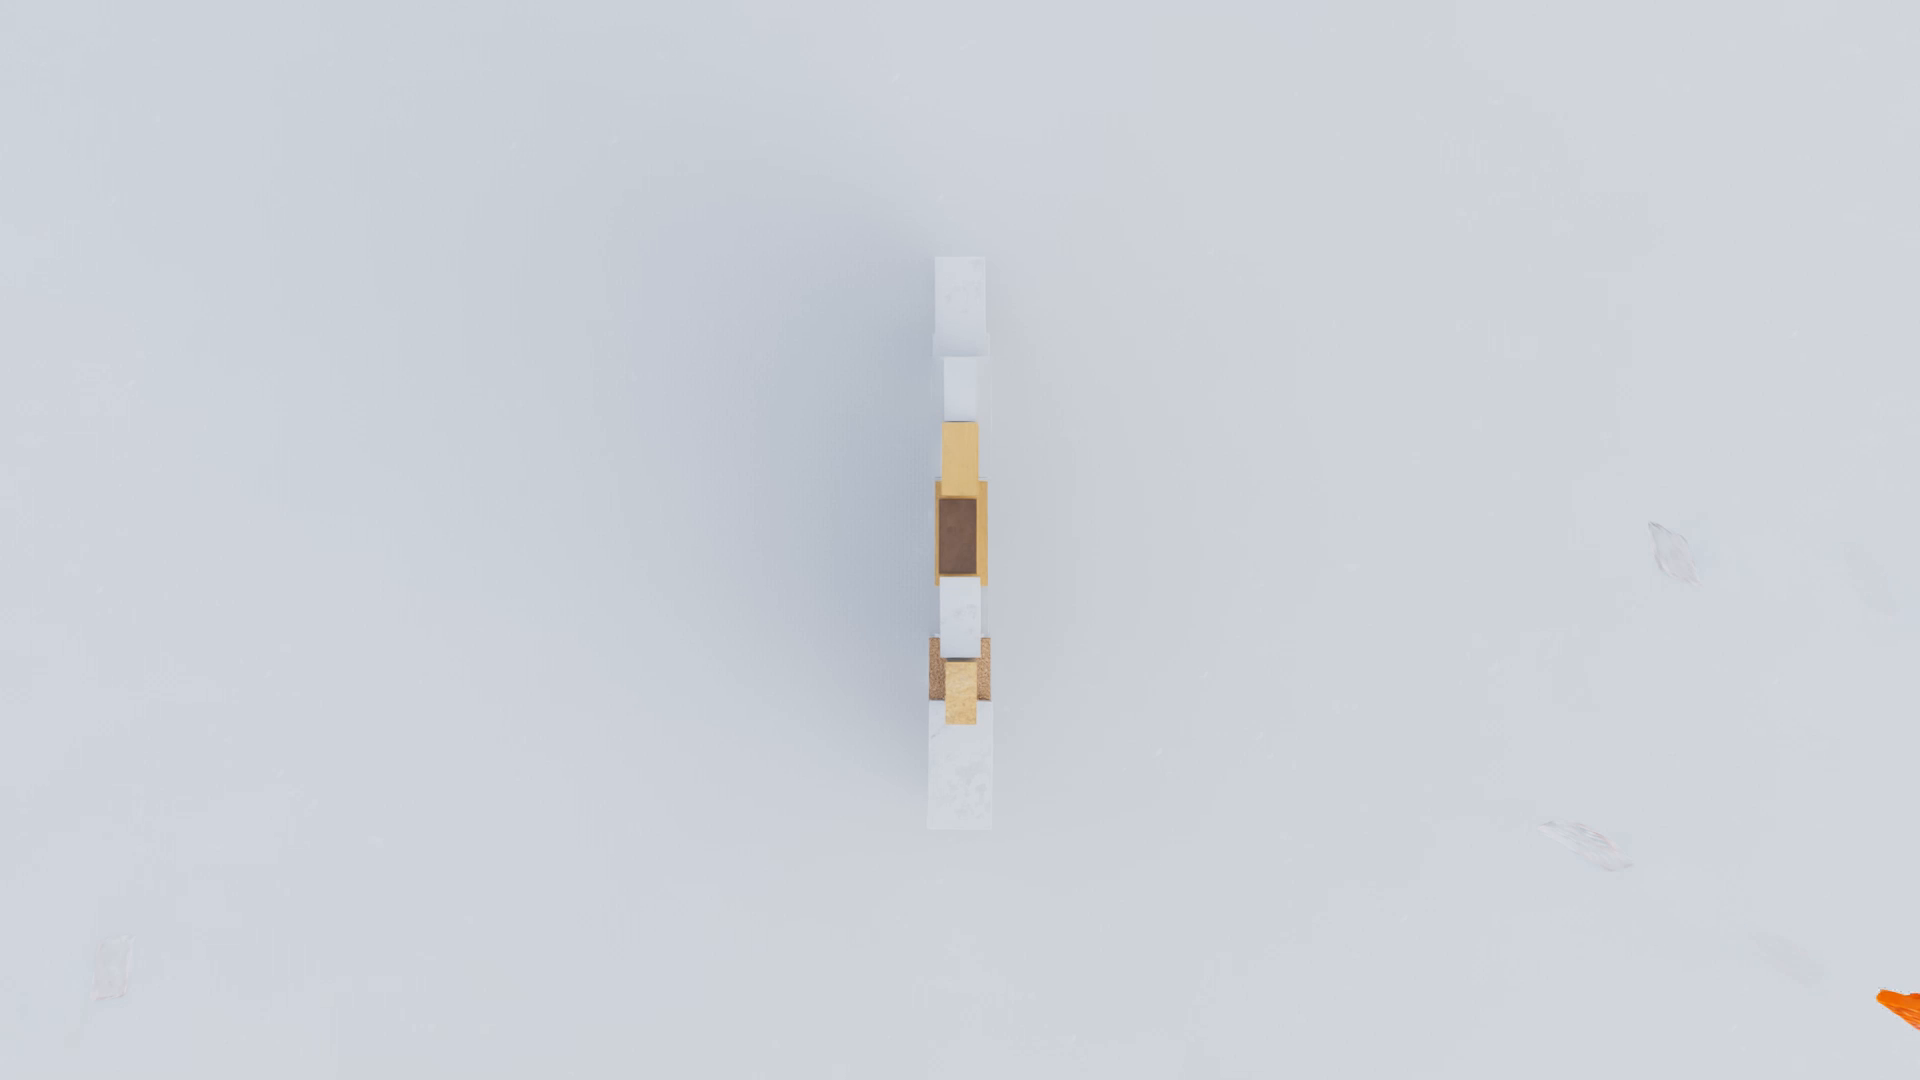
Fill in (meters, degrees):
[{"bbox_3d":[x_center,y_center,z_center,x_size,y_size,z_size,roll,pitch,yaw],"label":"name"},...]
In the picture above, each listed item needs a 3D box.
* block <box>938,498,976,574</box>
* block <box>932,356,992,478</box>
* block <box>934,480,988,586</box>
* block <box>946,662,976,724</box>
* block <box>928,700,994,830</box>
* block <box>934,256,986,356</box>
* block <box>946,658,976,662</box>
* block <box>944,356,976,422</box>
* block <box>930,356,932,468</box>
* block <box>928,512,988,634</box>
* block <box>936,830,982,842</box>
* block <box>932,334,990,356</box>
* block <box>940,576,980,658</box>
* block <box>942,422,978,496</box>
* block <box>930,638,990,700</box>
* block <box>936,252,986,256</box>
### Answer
[{"bbox_3d":[-0.006,-0.009,4.101,0.093,0.026,0.186,0,90,0],"label":"block"},{"bbox_3d":[0.003,-0.311,4.181,0.152,0.043,0.303,0,90,0],"label":"block"},{"bbox_3d":[0.003,-0.017,4.320,0.137,0.039,0.275,0,90,0],"label":"block"},{"bbox_3d":[0.003,0.366,3.952,0.075,0.021,0.149,0,90,1],"label":"block"},{"bbox_3d":[0.001,0.562,4.134,0.160,0.045,0.320,1,90,0],"label":"block"},{"bbox_3d":[0.001,-0.595,4.230,0.129,0.036,0.257,0,90,0],"label":"block"},{"bbox_3d":[0.003,0.317,4.151,0.075,0.378,0.021,0,90,0],"label":"block"},{"bbox_3d":[0.001,-0.365,3.992,0.078,0.022,0.157,0,90,0],"label":"block"},{"bbox_3d":[-0.004,-0.395,5.130,0.173,0.049,0.346,0,90,0],"label":"block"},{"bbox_3d":[-0.005,0.093,4.638,0.170,0.048,0.339,0,90,0],"label":"block"},{"bbox_3d":[-0.004,0.742,4.814,0.134,0.038,0.268,0,90,0],"label":"block"},{"bbox_3d":[0.002,-0.409,4.527,0.156,0.044,0.311,0,90,0],"label":"block"},{"bbox_3d":[0.000,0.191,4.088,0.099,0.028,0.199,0,90,0],"label":"block"},{"bbox_3d":[0.001,-0.194,3.971,0.088,0.025,0.176,0,90,0],"label":"block"},{"bbox_3d":[0.000,0.435,4.500,0.167,0.047,0.335,0,90,0],"label":"block"},{"bbox_3d":[0.003,-0.722,5.050,0.153,0.043,0.307,0,90,0],"label":"block"}]
